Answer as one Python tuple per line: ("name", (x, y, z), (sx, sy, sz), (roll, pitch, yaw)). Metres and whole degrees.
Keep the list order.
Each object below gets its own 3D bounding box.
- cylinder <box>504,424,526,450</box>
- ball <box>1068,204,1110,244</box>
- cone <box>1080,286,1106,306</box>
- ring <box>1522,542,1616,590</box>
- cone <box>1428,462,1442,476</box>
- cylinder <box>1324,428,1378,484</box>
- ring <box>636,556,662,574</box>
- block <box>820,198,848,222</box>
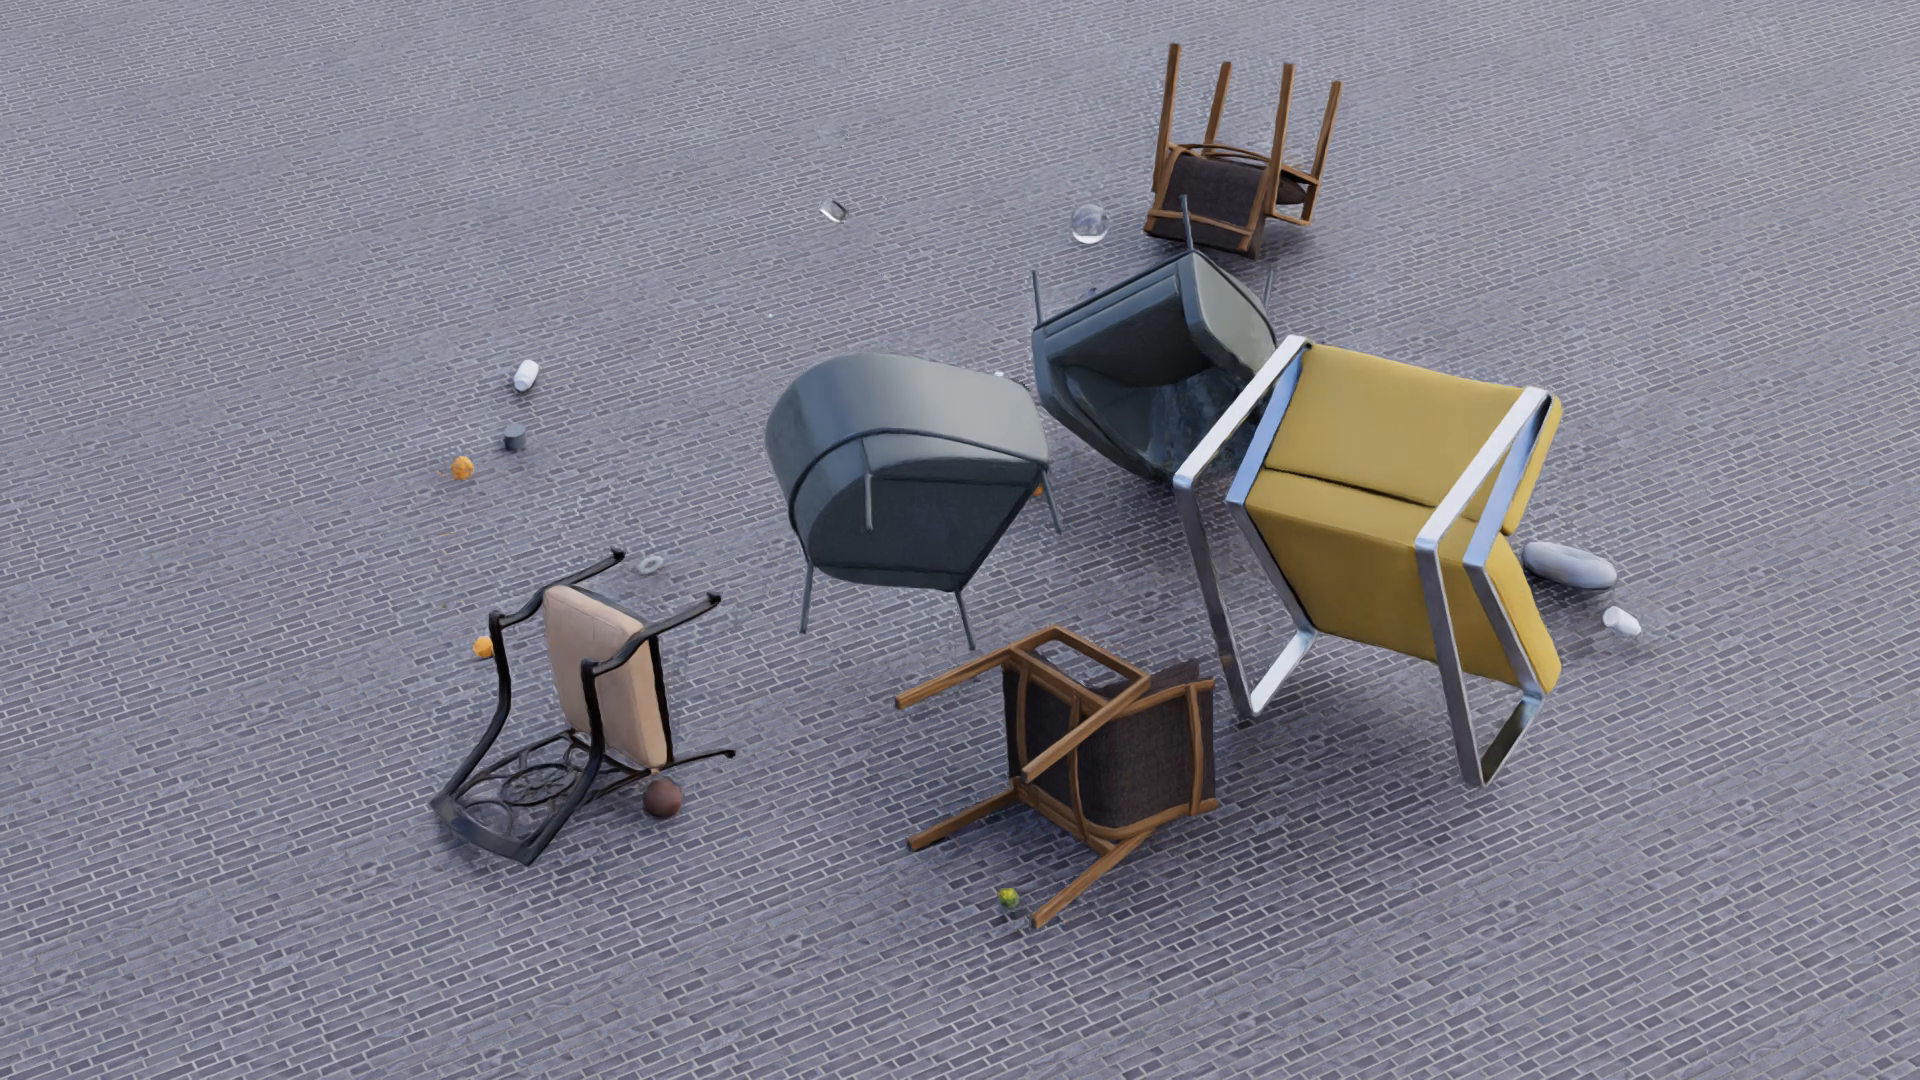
("cylinder", (-1.743, -0.402, 11.497), (0.080, 0.063, 0.103), (11, 35, 17))
("ball", (0.567, -1.391, 12.895), (0.177, 0.177, 0.177), (0, 33, 0))
("cone", (0.567, -1.052, 12.481), (0.120, 0.066, 0.116), (16, 37, 23))
("ring", (2.209, 0.094, 10.647), (0.226, 0.105, 0.399), (-3, 17, -42))
("cone", (1.836, -0.285, 11.321), (0.051, 0.062, 0.057), (-9, 34, -13))
("cylinder", (1.359, -0.290, 10.192), (0.123, 0.192, 0.091), (-38, 41, 8))
("ring", (-1.138, 0.092, 10.754), (0.107, 0.057, 0.034), (-29, 19, -20))
("block", (-0.506, -1.322, 11.764), (0.059, 0.084, 0.053), (18, 74, 55))
